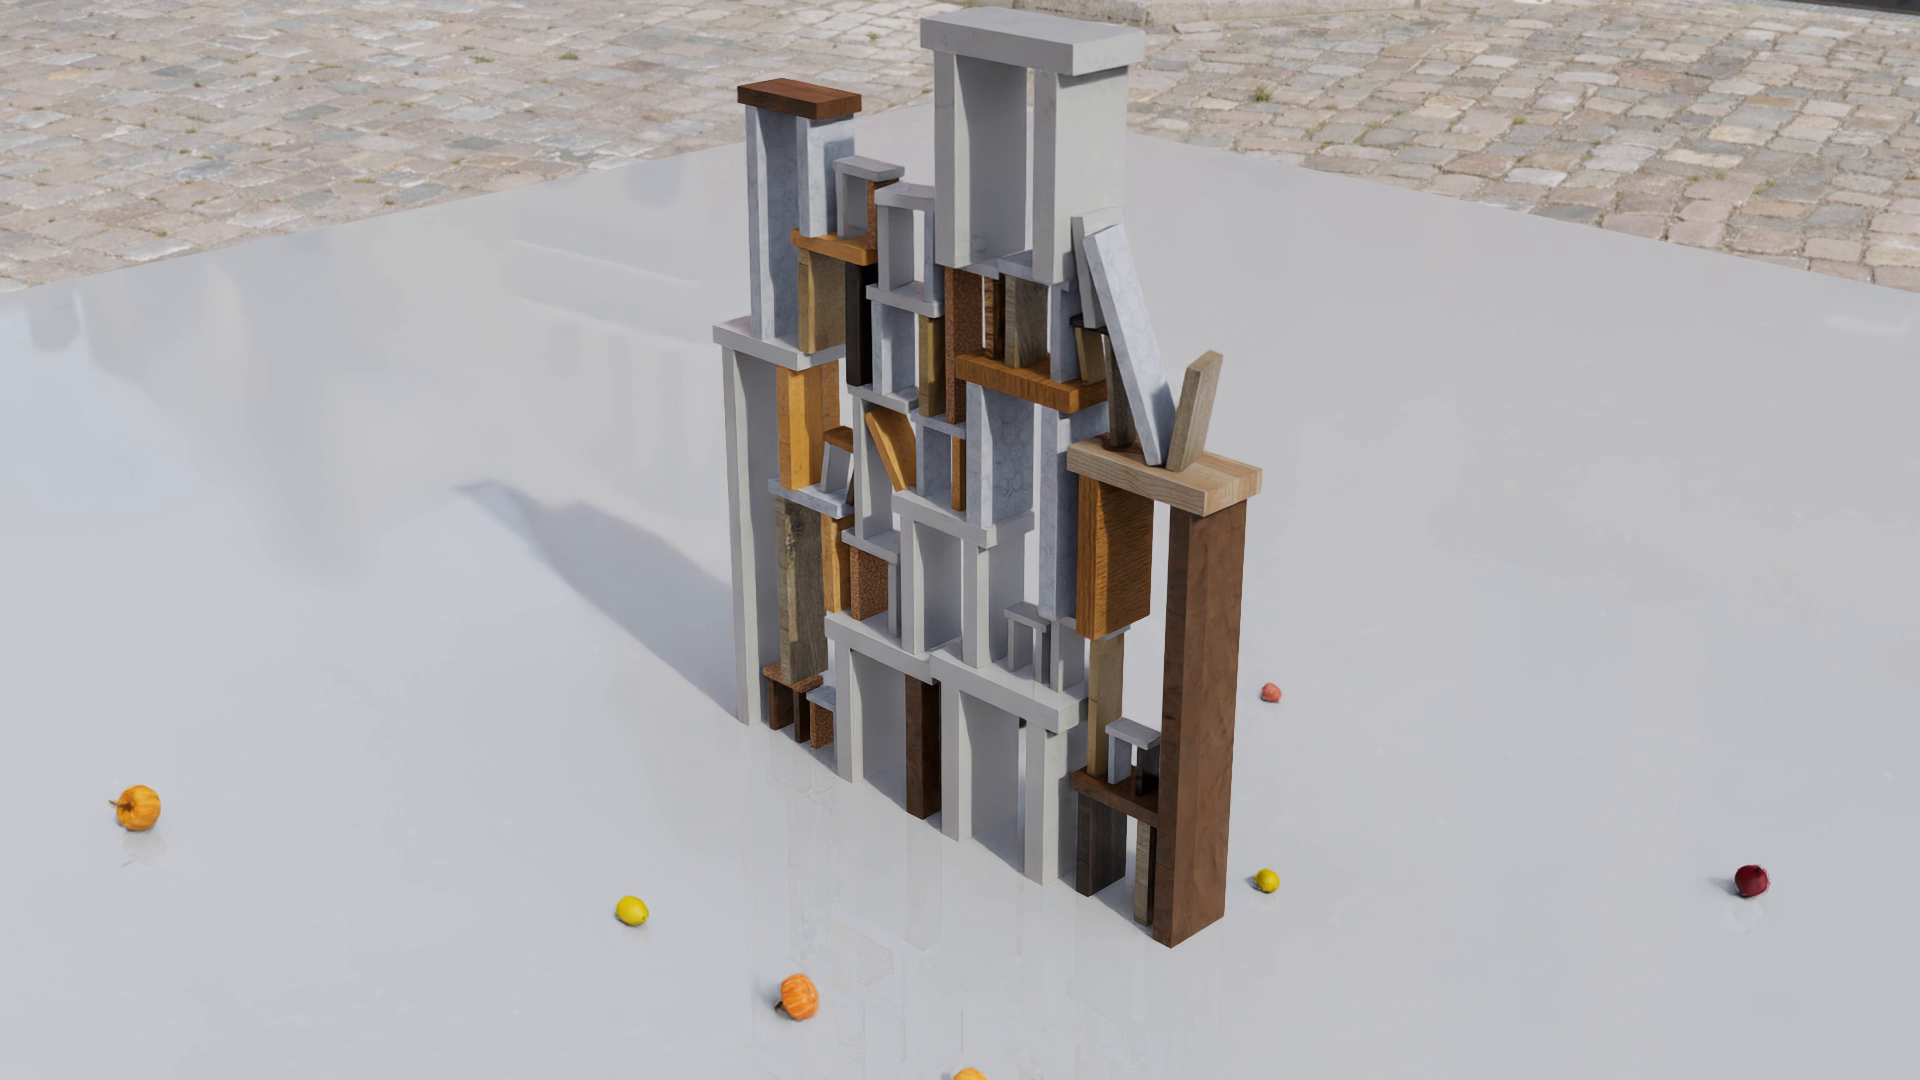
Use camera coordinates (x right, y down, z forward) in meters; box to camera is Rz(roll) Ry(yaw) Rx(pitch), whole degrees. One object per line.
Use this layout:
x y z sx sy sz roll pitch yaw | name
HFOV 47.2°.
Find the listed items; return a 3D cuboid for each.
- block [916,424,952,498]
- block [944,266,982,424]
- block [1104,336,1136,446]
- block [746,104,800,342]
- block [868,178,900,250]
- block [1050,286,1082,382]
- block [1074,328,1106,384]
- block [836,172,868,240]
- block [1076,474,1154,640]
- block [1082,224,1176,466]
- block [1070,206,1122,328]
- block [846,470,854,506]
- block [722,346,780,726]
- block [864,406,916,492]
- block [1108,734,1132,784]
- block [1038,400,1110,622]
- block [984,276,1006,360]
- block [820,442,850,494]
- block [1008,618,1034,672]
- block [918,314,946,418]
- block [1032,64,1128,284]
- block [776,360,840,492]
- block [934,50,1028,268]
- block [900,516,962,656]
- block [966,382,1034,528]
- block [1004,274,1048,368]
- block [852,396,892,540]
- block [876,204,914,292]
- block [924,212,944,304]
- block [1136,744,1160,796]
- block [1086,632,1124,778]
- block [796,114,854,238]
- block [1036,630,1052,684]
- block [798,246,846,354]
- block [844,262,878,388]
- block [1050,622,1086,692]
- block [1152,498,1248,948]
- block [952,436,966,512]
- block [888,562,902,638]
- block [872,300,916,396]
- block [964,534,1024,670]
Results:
-0.051 -0.161 4.208 0.074 0.148 0.021 -21 31 -40 | block
0.008 -0.367 4.065 0.022 0.301 0.076 20 30 41 | block
0.278 -0.263 3.816 0.051 0.197 0.014 -21 24 -41 | block
-0.363 -0.633 4.346 0.114 0.470 0.032 -21 32 -41 | block
-0.143 -0.616 4.122 0.018 0.130 0.065 21 31 40 | block
0.197 -0.368 3.853 0.085 0.170 0.024 -20 29 -39 | block
0.230 -0.327 3.842 0.051 0.102 0.014 -22 19 -41 | block
-0.204 -0.640 4.178 0.065 0.130 0.018 -20 30 -39 | block
0.278 0.011 3.928 0.154 0.308 0.044 -21 31 -41 | block
0.297 -0.331 3.734 0.027 0.402 0.095 -9 14 37 | block
0.243 -0.466 3.757 0.095 0.191 0.027 -21 20 -40 | block
-0.191 -0.125 4.384 0.058 0.115 0.016 -22 49 -41 | block
-0.427 -0.013 4.686 0.037 0.863 0.131 21 31 41 | block
-0.120 -0.181 4.279 0.081 0.163 0.023 -21 -2 -41 | block
0.296 0.397 4.065 0.014 0.100 0.050 21 31 40 | block
0.206 -0.064 3.976 0.039 0.408 0.139 21 31 41 | block
0.079 -0.408 3.970 0.076 0.152 0.022 -21 29 -41 | block
-0.250 -0.152 4.435 0.058 0.115 0.016 -19 42 -38 | block
0.115 0.191 4.181 0.015 0.108 0.054 21 31 41 | block
-0.035 -0.336 4.123 0.091 0.199 0.026 -21 31 -40 | block
0.204 -0.629 3.733 0.178 0.356 0.050 -21 31 -40 | block
-0.306 -0.242 4.459 0.131 0.263 0.037 -20 30 -39 | block
0.037 -0.685 3.890 0.178 0.377 0.050 -21 30 -40 | block
-0.056 0.071 4.310 0.129 0.287 0.036 -21 31 -40 | block
0.075 -0.174 4.071 0.139 0.278 0.039 -21 31 -41 | block
0.119 -0.398 3.925 0.024 0.170 0.085 22 31 40 | block
-0.172 -0.151 4.337 0.023 0.298 0.081 21 31 41 | block
-0.120 -0.558 4.107 0.024 0.171 0.085 13 26 29 | block
-0.027 -0.526 4.029 0.024 0.171 0.085 22 31 40 | block
0.344 0.415 4.024 0.014 0.100 0.050 21 31 40 | block
0.269 0.297 4.064 0.020 0.285 0.072 21 31 40 | block
-0.255 -0.701 4.197 0.114 0.229 0.032 -20 30 -39 | block
0.166 0.211 4.134 0.015 0.108 0.054 21 31 41 | block
-0.267 -0.481 4.320 0.106 0.211 0.030 -21 33 -40 | block
-0.171 -0.425 4.229 0.030 0.244 0.106 22 32 40 | block
0.201 0.206 4.099 0.020 0.144 0.072 21 31 41 | block
0.423 0.322 3.902 0.154 0.860 0.044 -21 31 -41 | block
0.018 -0.134 4.144 0.074 0.148 0.021 -21 31 -40 | block
-0.105 0.105 4.387 0.023 0.166 0.083 22 31 40 | block
-0.126 -0.375 4.193 0.026 0.182 0.091 20 30 39 | block
0.065 0.105 4.192 0.036 0.257 0.129 21 31 41 | block
